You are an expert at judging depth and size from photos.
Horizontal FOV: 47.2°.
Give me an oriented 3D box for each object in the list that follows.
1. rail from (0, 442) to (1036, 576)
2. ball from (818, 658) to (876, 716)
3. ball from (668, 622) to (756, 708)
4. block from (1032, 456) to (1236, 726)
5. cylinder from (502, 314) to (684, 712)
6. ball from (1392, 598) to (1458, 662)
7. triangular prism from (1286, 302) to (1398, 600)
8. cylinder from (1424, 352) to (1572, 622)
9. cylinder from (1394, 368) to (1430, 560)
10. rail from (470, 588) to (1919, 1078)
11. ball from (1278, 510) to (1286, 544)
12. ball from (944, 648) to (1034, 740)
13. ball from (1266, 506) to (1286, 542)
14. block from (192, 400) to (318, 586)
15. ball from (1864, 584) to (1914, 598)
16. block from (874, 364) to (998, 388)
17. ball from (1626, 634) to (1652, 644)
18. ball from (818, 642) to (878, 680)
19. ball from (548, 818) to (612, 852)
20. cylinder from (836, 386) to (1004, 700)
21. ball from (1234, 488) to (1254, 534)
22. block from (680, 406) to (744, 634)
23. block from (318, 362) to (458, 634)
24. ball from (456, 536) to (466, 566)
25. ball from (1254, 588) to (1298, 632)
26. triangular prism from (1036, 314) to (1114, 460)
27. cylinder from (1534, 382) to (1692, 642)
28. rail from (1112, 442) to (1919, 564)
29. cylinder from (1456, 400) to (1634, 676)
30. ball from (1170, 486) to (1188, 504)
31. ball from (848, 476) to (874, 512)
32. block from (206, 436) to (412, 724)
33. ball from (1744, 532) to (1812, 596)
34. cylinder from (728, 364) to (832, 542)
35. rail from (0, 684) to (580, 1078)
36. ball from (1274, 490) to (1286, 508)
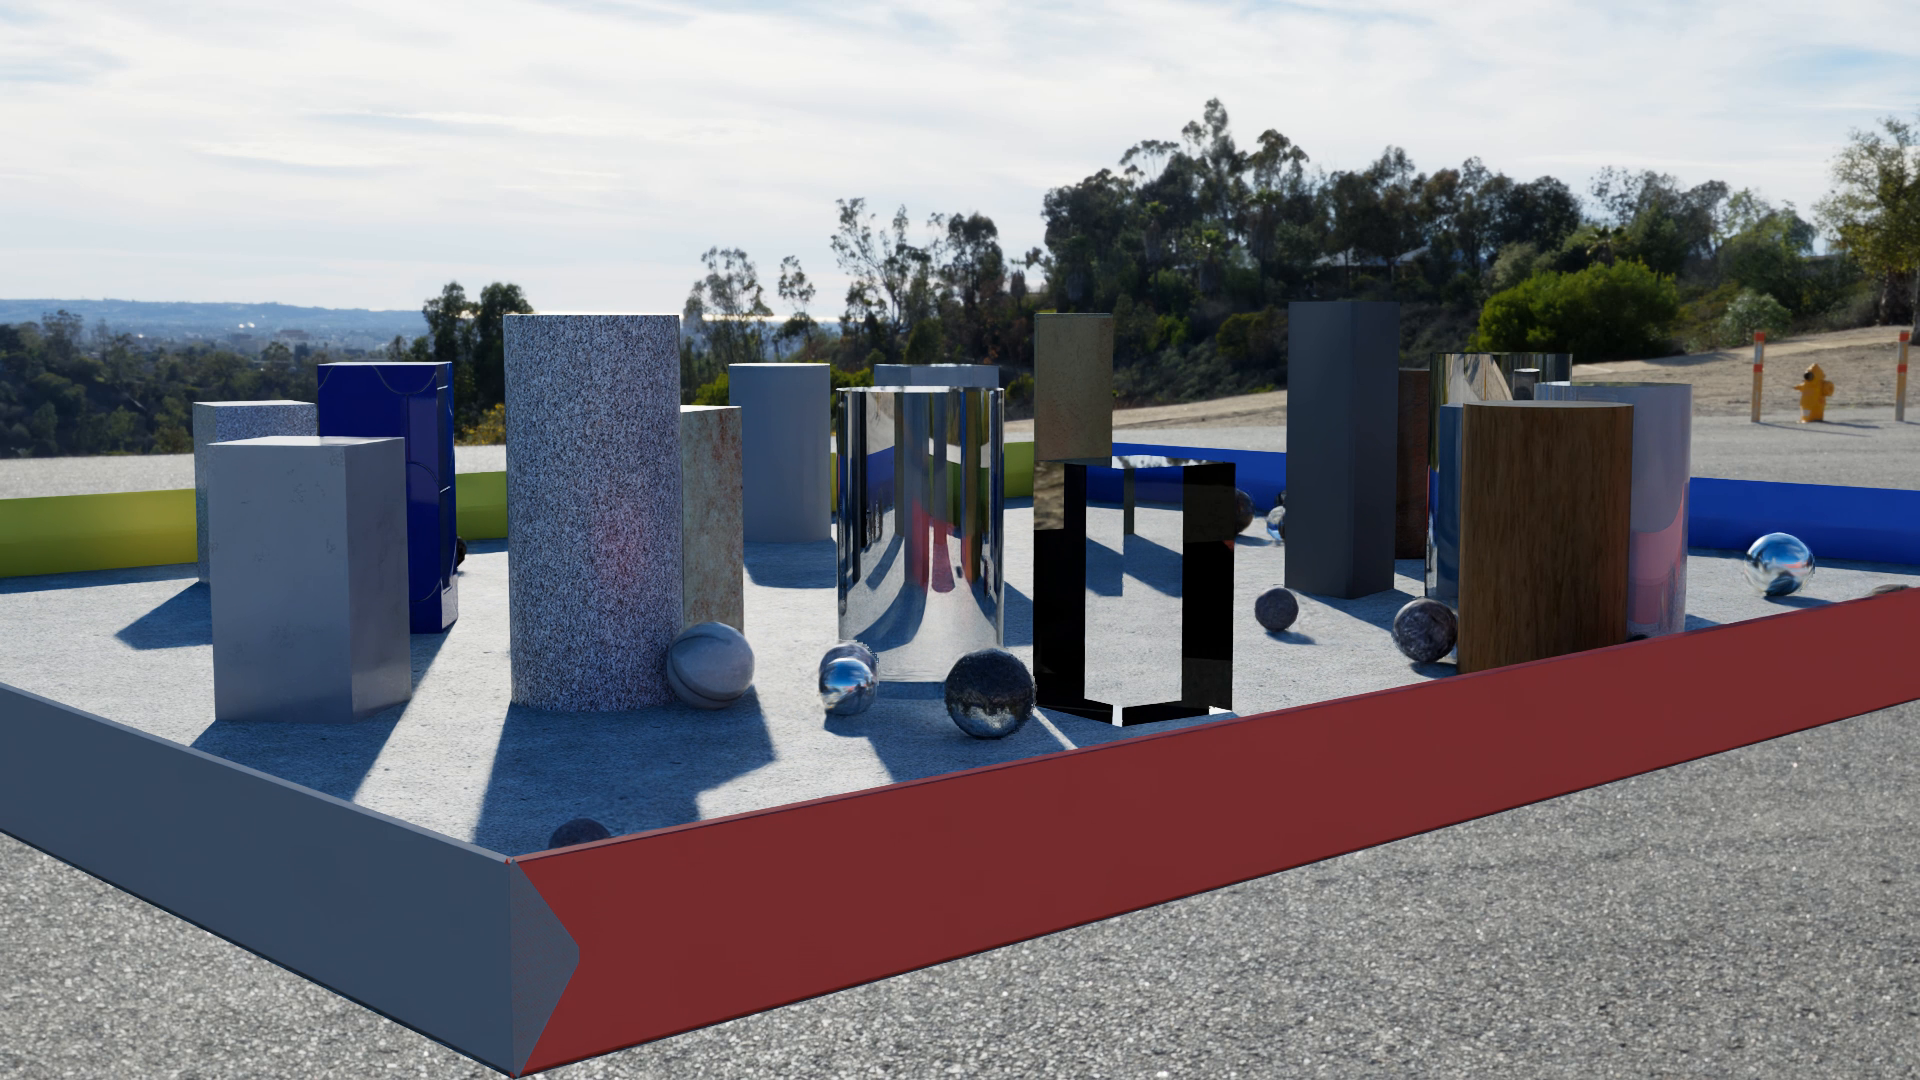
[{"bbox_3d":[-0.898,-0.067,4.299,3.192,0.129,0.045,-5,8,-42],"label":"rail"},{"bbox_3d":[-0.125,0.162,2.429,0.064,0.064,0.064,0,6,0],"label":"ball"},{"bbox_3d":[-0.279,0.140,2.467,0.098,0.098,0.098,0,6,0],"label":"ball"},{"bbox_3d":[0.193,0.051,2.457,0.159,0.278,0.159,-4,7,-35],"label":"block"},{"bbox_3d":[-0.419,-0.038,2.525,0.199,0.440,0.199,0,6,0],"label":"cylinder"},{"bbox_3d":[0.591,0.115,2.793,0.081,0.081,0.081,0,6,0],"label":"ball"},{"bbox_3d":[0.588,-0.148,3.490,0.149,0.459,0.172,4,7,34],"label":"triangular prism"},{"bbox_3d":[0.772,-0.076,3.159,0.199,0.384,0.199,0,6,0],"label":"cylinder"},{"bbox_3d":[0.796,-0.144,4.033,0.199,0.339,0.199,0,6,0],"label":"cylinder"},{"bbox_3d":[0.898,0.134,2.364,3.192,0.129,0.045,-5,8,-42],"label":"rail"},{"bbox_3d":[0.637,-0.024,4.115,0.084,0.084,0.084,0,6,0],"label":"ball"},{"bbox_3d":[0.031,0.160,2.293,0.095,0.095,0.095,0,6,0],"label":"ball"},{"bbox_3d":[0.627,-0.032,4.258,0.068,0.068,0.068,0,6,0],"label":"ball"},{"bbox_3d":[-1.150,-0.076,3.597,0.159,0.295,0.159,-4,7,-32],"label":"block"},{"bbox_3d":[1.192,0.105,2.801,0.099,0.099,0.099,0,6,0],"label":"ball"},{"bbox_3d":[-0.041,-0.119,3.723,0.159,0.353,0.159,-3,7,-25],"label":"block"},{"bbox_3d":[0.852,0.139,2.750,0.042,0.042,0.042,0,6,0],"label":"ball"},{"bbox_3d":[-0.127,0.151,2.511,0.068,0.068,0.068,0,6,0],"label":"ball"},{"bbox_3d":[-0.294,0.242,1.708,0.052,0.052,0.052,0,6,0],"label":"ball"},{"bbox_3d":[-0.047,-0.002,2.606,0.199,0.353,0.199,0,6,0],"label":"cylinder"},{"bbox_3d":[0.539,-0.057,4.377,0.094,0.094,0.094,0,6,0],"label":"ball"},{"bbox_3d":[-0.383,-0.006,2.792,0.159,0.322,0.159,2,6,21],"label":"block"},{"bbox_3d":[-0.803,-0.063,3.098,0.159,0.371,0.159,-1,6,-5],"label":"block"},{"bbox_3d":[-0.885,0.019,3.792,0.065,0.065,0.065,0,6,0],"label":"ball"},{"bbox_3d":[0.441,0.096,3.065,0.061,0.061,0.061,0,6,0],"label":"ball"},{"bbox_3d":[0.201,-0.240,4.474,0.172,0.439,0.149,-3,6,-23],"label":"triangular prism"},{"bbox_3d":[0.848,-0.029,2.875,0.199,0.350,0.199,0,6,0],"label":"cylinder"},{"bbox_3d":[1.155,-0.077,4.392,0.045,0.129,2.695,-5,8,-42],"label":"rail"},{"bbox_3d":[0.707,0.002,2.661,0.199,0.333,0.199,0,6,0],"label":"cylinder"},{"bbox_3d":[0.506,-0.102,5.066,0.041,0.041,0.041,0,6,0],"label":"ball"},{"bbox_3d":[-0.208,-0.100,4.859,0.080,0.080,0.080,0,6,0],"label":"ball"},{"bbox_3d":[-0.722,0.040,2.450,0.159,0.301,0.159,1,6,9],"label":"block"},{"bbox_3d":[1.280,0.038,3.438,0.099,0.099,0.099,0,6,0],"label":"ball"},{"bbox_3d":[-0.353,-0.174,4.317,0.199,0.340,0.199,0,6,0],"label":"cylinder"},{"bbox_3d":[-1.155,0.144,2.271,0.045,0.129,2.695,-5,8,-42],"label":"rail"},{"bbox_3d":[0.714,-0.082,4.817,0.054,0.054,0.054,0,6,0],"label":"ball"}]
